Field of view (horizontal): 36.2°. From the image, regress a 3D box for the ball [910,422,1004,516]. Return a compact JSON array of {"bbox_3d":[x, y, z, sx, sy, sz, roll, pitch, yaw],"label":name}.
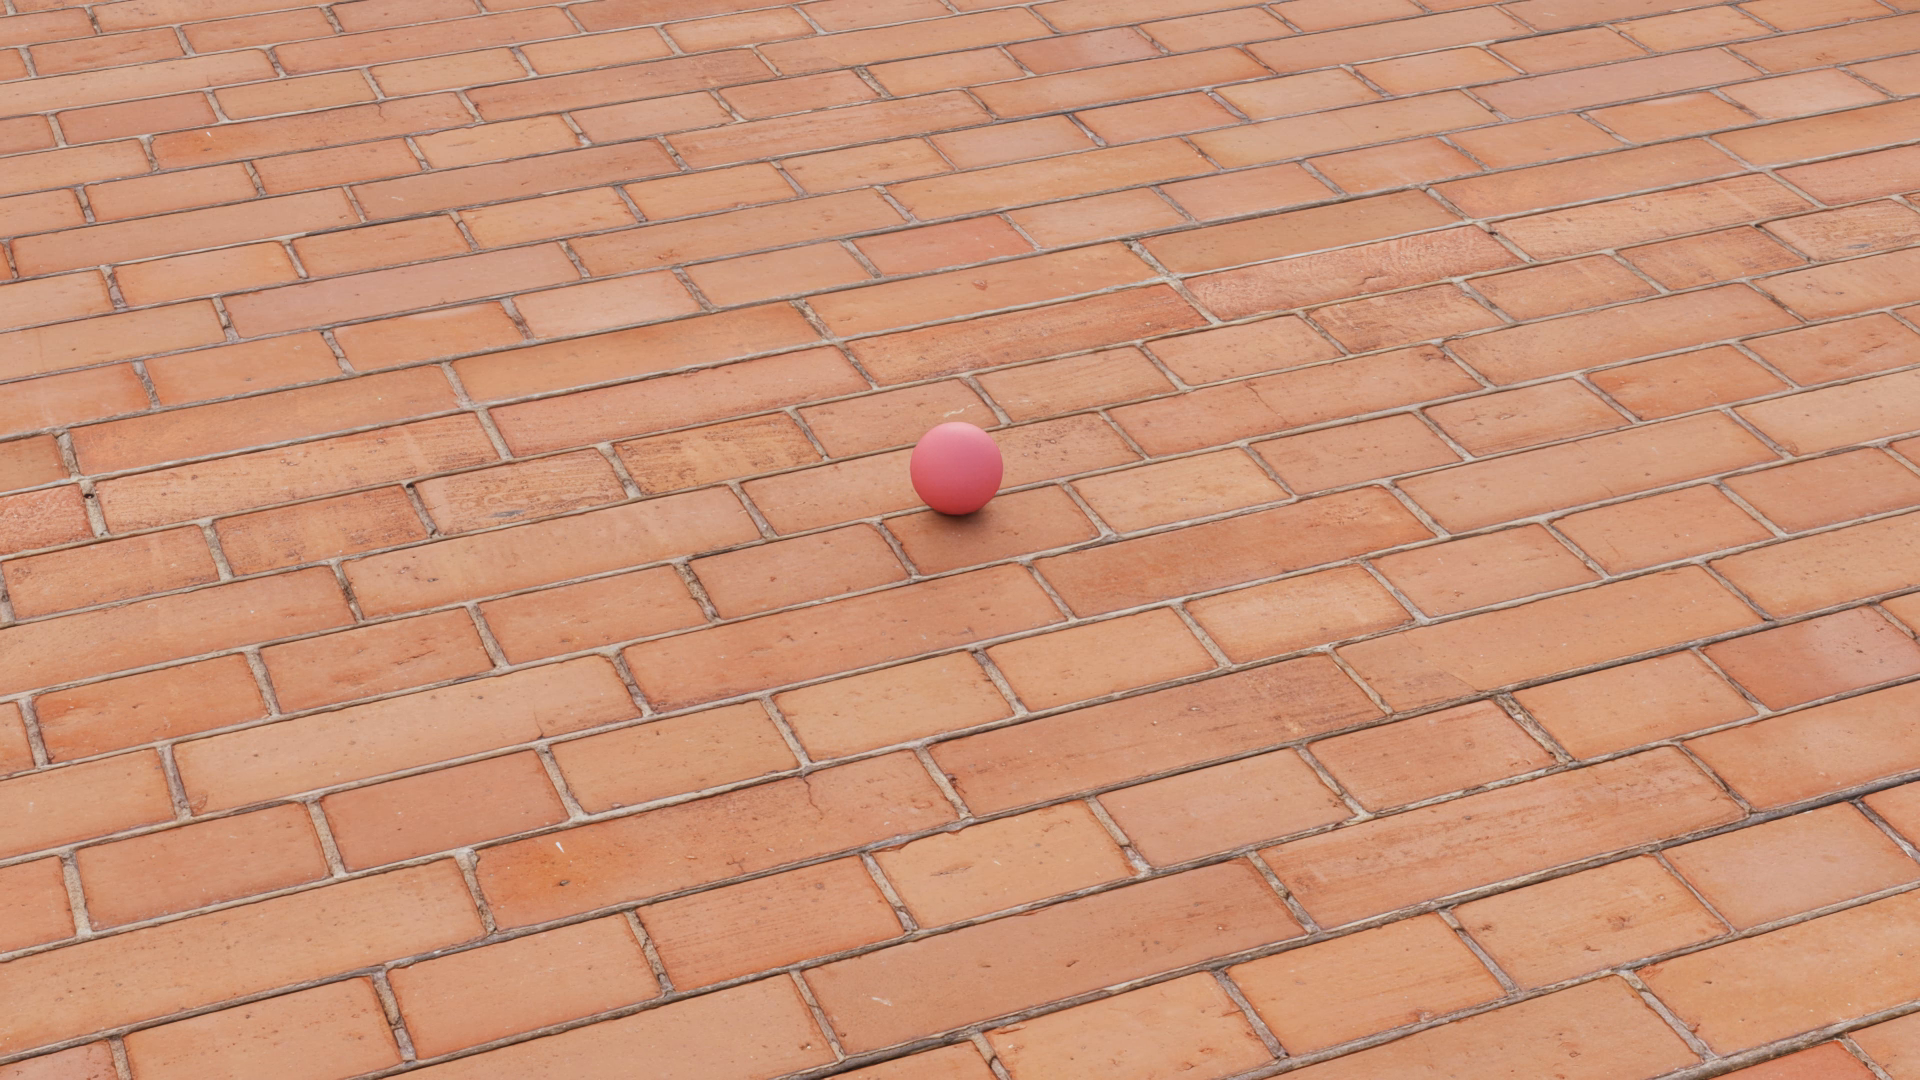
[{"bbox_3d":[-0.002,-0.043,1.783,0.057,0.057,0.057,0,31,0],"label":"ball"}]
